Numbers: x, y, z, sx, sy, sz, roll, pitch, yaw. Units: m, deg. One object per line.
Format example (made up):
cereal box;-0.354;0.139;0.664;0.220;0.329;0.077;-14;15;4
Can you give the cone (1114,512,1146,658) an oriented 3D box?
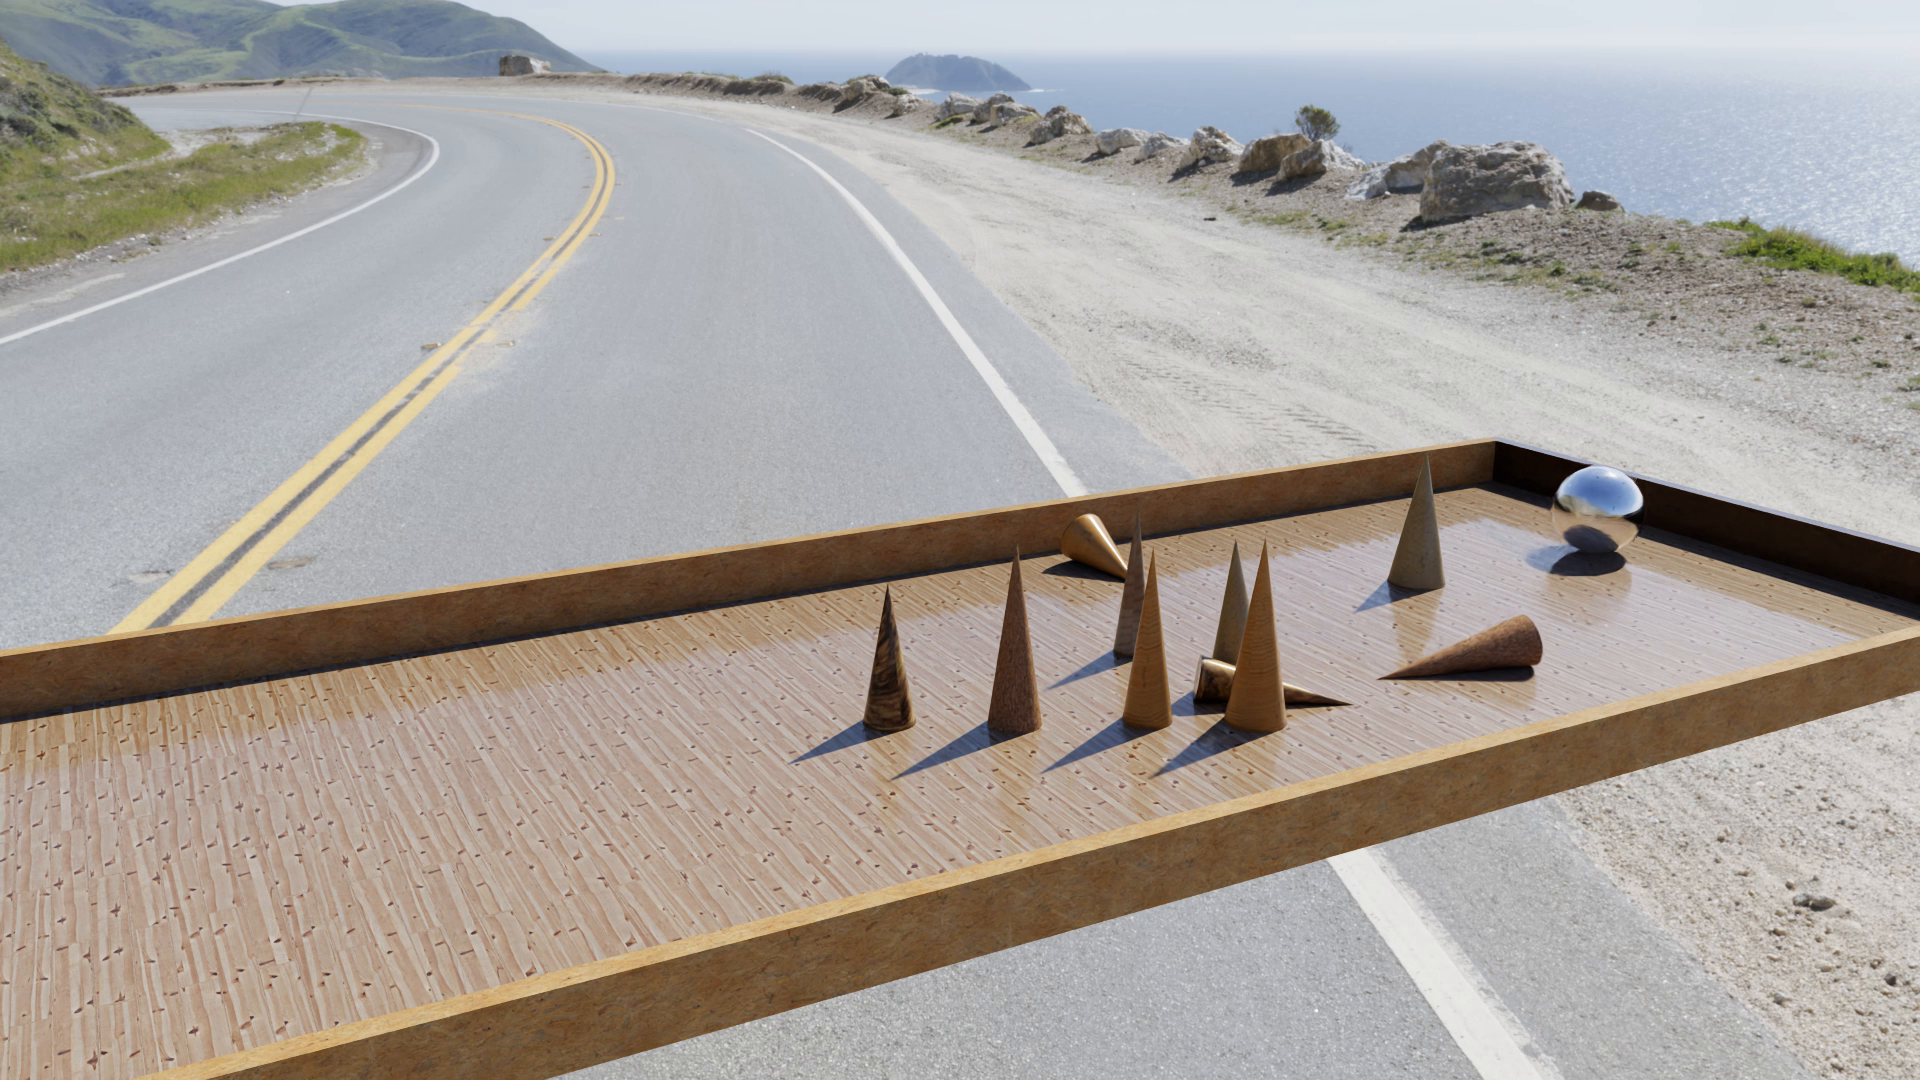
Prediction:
cone;0.456;0.102;4.295;0.101;0.401;0.101;0;16;0

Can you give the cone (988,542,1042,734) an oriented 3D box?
cone;0.129;0.215;3.820;0.129;0.454;0.129;0;16;0

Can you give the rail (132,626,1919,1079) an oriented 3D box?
rail;-2.336;1.006;1.665;12.000;0.150;0.050;-9;18;-27

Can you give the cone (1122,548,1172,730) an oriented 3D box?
cone;0.443;0.220;3.843;0.119;0.430;0.119;0;16;0

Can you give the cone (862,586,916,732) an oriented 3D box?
cone;-0.167;0.263;3.845;0.127;0.346;0.127;0;16;0

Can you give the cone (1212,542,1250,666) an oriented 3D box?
cone;0.684;0.174;4.084;0.145;0.371;0.145;-2;12;0

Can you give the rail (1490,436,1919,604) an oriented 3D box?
rail;2.466;-0.048;5.253;0.050;0.150;2.100;-9;18;-27

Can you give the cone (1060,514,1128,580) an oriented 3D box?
cone;0.455;0.062;5.007;0.160;0.160;0.304;-10;34;-30

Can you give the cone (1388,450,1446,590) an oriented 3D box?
cone;1.363;-0.068;4.870;0.169;0.404;0.169;0;16;0

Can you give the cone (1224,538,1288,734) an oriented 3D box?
cone;0.699;0.210;3.834;0.148;0.455;0.148;0;16;0

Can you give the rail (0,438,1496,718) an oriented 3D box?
rail;-3.305;0.497;3.399;12.000;0.150;0.050;-9;18;-27

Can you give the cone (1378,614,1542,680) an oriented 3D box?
cone;1.254;0.304;4.201;0.433;0.135;0.135;-13;19;-12

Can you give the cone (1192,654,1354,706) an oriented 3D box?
cone;0.768;0.367;4.005;0.386;0.113;0.113;10;17;3

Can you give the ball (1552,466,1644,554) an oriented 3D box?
ball;2.009;-0.096;5.194;0.274;0.274;0.274;0;16;0
